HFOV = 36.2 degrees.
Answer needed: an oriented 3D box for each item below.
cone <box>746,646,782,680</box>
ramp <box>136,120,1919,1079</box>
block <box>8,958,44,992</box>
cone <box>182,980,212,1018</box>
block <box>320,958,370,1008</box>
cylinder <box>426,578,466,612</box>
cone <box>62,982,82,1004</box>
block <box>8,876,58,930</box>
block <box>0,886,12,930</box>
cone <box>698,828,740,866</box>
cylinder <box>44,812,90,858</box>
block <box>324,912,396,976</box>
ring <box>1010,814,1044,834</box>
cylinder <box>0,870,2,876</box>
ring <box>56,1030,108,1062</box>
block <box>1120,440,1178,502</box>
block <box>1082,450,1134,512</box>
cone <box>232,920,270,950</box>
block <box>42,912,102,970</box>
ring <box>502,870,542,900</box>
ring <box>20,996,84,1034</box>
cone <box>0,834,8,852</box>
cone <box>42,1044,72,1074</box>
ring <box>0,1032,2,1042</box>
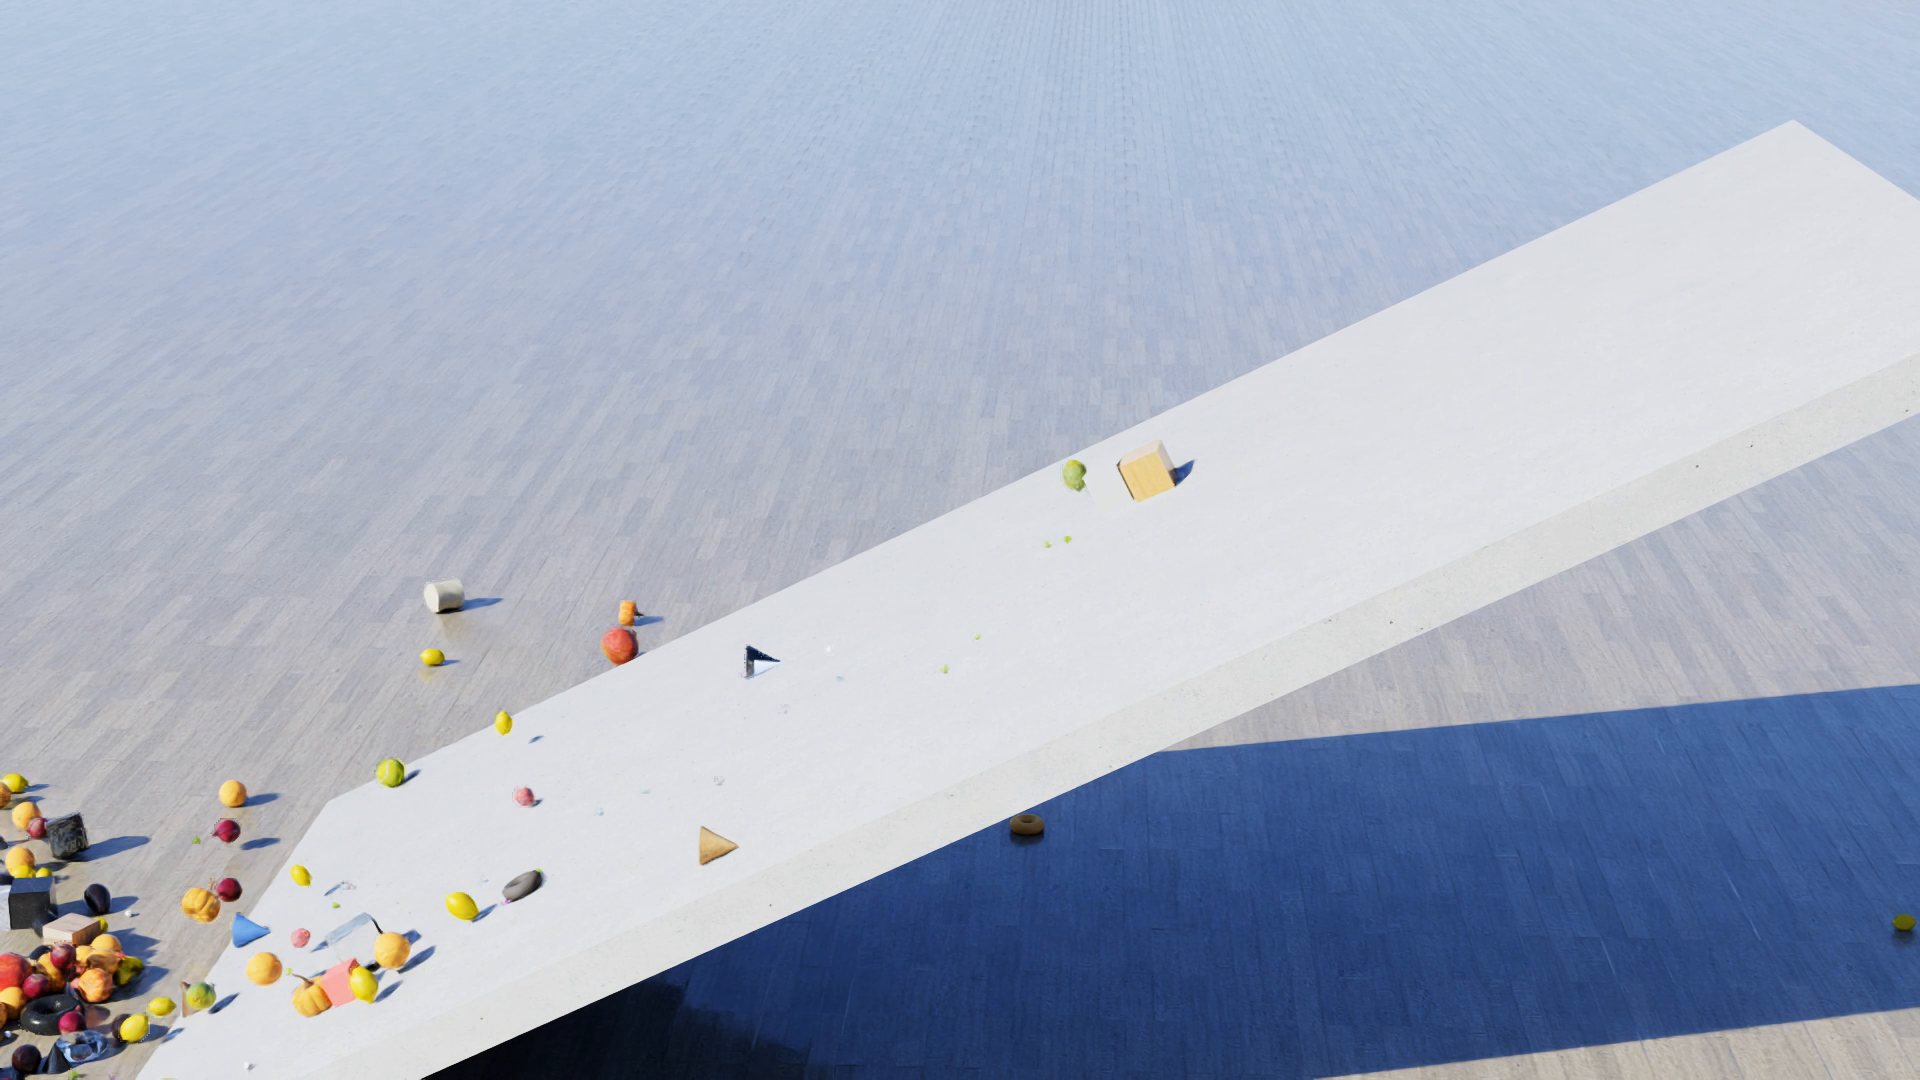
[{"bbox_3d":[-0.443,0.279,6.689,0.080,0.080,0.080,0,16,1],"label":"cone"},{"bbox_3d":[0.138,0.168,6.281,4.000,0.100,2.000,-25,14,10],"label":"ramp"},{"bbox_3d":[-2.129,0.991,6.703,0.052,0.052,0.052,9,19,29],"label":"block"},{"bbox_3d":[-1.660,0.977,6.335,0.072,0.072,0.072,-26,13,7],"label":"cone"},{"bbox_3d":[-1.228,0.884,5.876,0.062,0.062,0.062,-25,14,10],"label":"block"},{"bbox_3d":[-1.645,0.178,9.398,0.093,0.093,0.093,-12,20,-36],"label":"cylinder"},{"bbox_3d":[-2.002,1.016,6.607,0.057,0.057,0.057,0,16,0],"label":"cone"},{"bbox_3d":[-2.219,0.869,7.044,0.093,0.093,0.093,-3,17,-9],"label":"block"},{"bbox_3d":[-2.306,0.880,7.027,0.082,0.082,0.082,-2,16,-7],"label":"block"},{"bbox_3d":[-0.454,0.581,5.586,0.075,0.075,0.075,-2,16,1],"label":"cone"},{"bbox_3d":[-2.254,0.746,7.422,0.092,0.092,0.092,-14,3,1],"label":"cylinder"},{"bbox_3d":[-1.222,0.830,5.998,0.095,0.095,0.095,-32,14,-18],"label":"block"},{"bbox_3d":[0.173,0.736,7.609,0.092,0.031,0.092,1,17,0],"label":"ring"},{"bbox_3d":[-2.414,0.815,7.300,0.053,0.053,0.053,-9,19,-28],"label":"cylinder"},{"bbox_3d":[-1.905,1.096,6.372,0.113,0.038,0.113,0,15,0],"label":"ring"},{"bbox_3d":[0.419,-0.153,6.527,0.092,0.092,0.092,-23,14,16],"label":"block"},{"bbox_3d":[0.345,-0.132,6.595,0.090,0.090,0.090,-20,15,28],"label":"block"},{"bbox_3d":[-1.592,0.884,6.636,0.077,0.077,0.077,-13,17,-1],"label":"cone"},{"bbox_3d":[-2.062,0.932,6.835,0.090,0.090,0.090,9,18,27],"label":"block"},{"bbox_3d":[-0.889,0.703,5.977,0.087,0.029,0.087,-26,12,6],"label":"ring"},{"bbox_3d":[-2.009,1.051,6.511,0.139,0.046,0.139,0,18,0],"label":"ring"},{"bbox_3d":[-2.461,0.752,7.490,0.067,0.067,0.067,0,16,0],"label":"cone"},{"bbox_3d":[-1.938,1.104,6.302,0.061,0.061,0.061,0,16,0],"label":"cone"},{"bbox_3d":[-2.131,1.087,6.421,0.080,0.027,0.080,-1,18,0],"label":"ring"}]
